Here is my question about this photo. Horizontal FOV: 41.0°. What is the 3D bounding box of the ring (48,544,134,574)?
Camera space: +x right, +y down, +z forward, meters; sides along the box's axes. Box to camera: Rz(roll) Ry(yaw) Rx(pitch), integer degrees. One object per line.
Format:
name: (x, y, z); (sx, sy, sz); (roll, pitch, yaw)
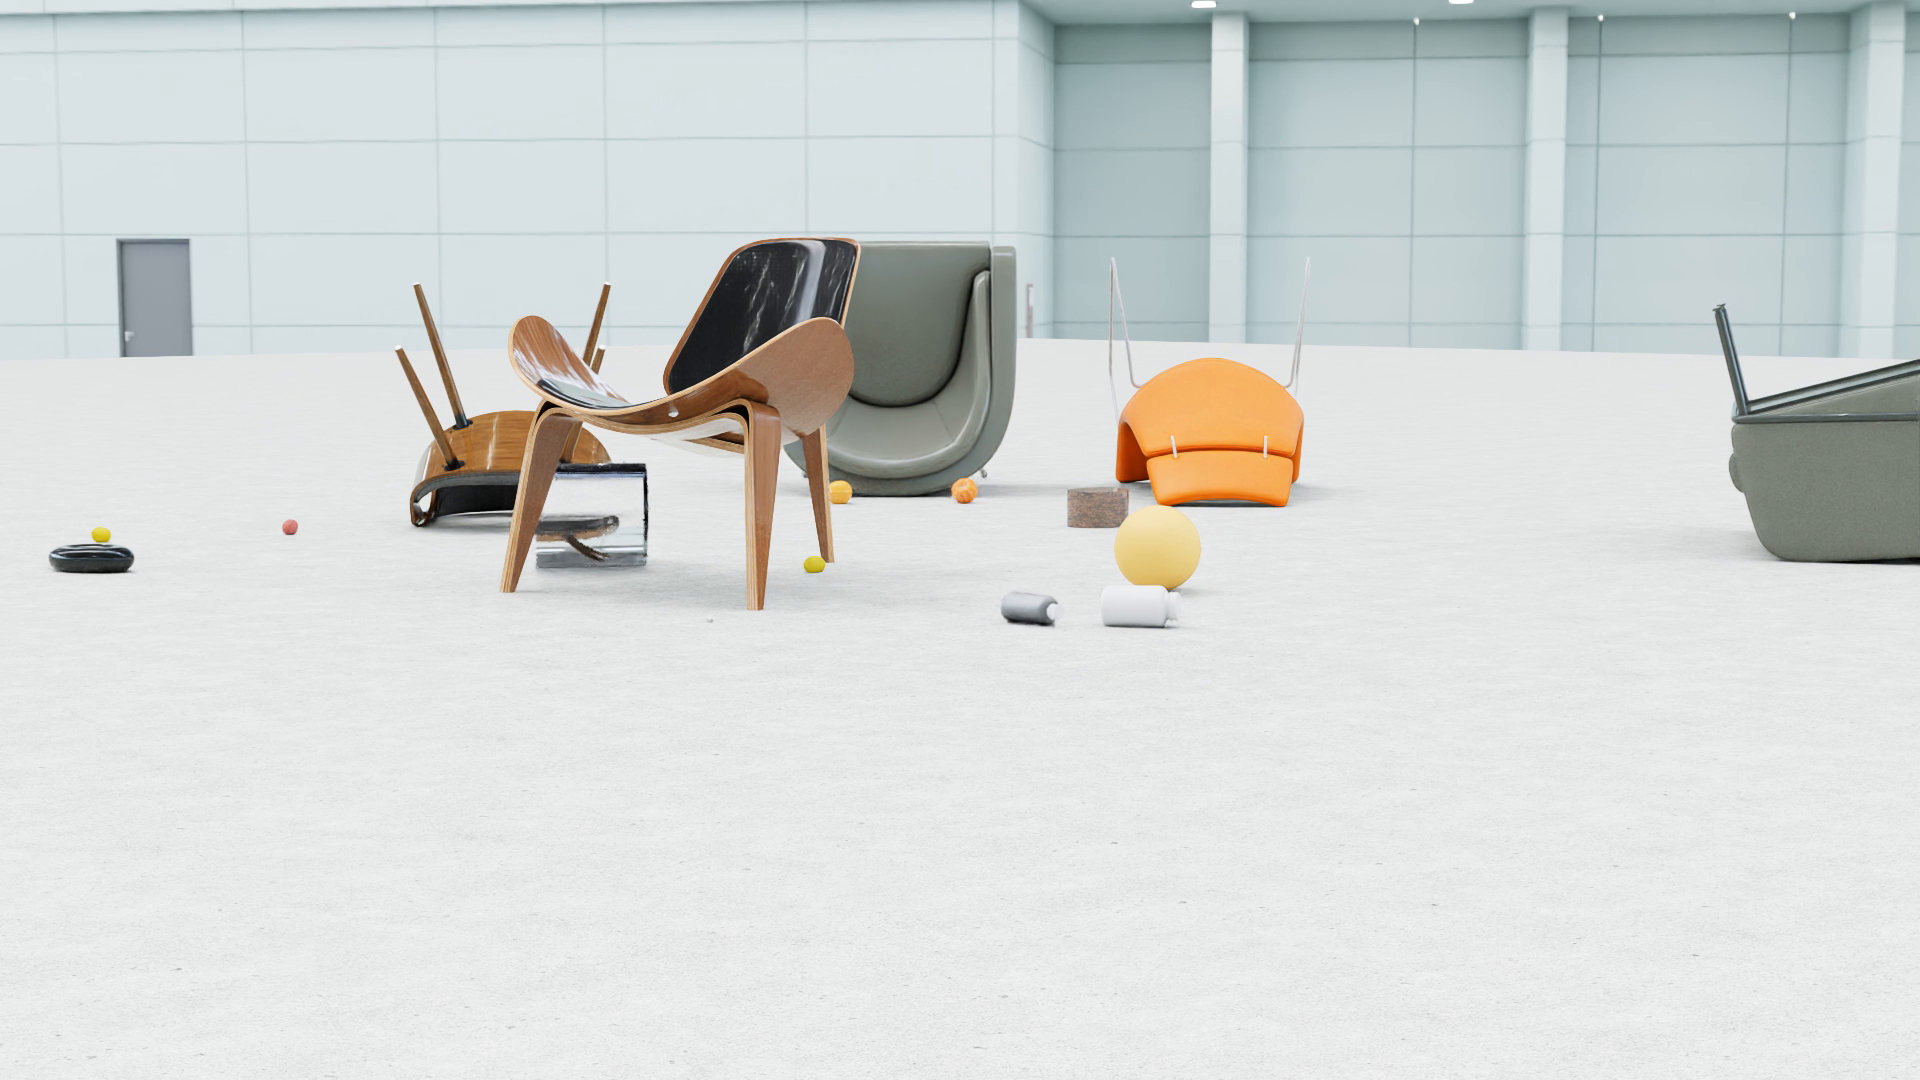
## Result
ring: (-1.943, 0.041, 5.739); (0.217, 0.056, 0.125); (1, 7, 21)

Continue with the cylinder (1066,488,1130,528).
cylinder: (0.365, -0.086, 6.785); (0.148, 0.094, 0.186); (5, 8, 42)

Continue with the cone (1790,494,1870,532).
cone: (2.241, -0.048, 6.652); (0.206, 0.096, 0.144); (5, 26, 29)

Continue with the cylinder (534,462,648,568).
cylinder: (-0.834, -0.056, 5.784); (0.247, 0.258, 0.206); (-1, 43, -11)

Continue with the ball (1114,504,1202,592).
ball: (0.412, 0.018, 5.353); (0.182, 0.182, 0.182); (0, 6, 0)
